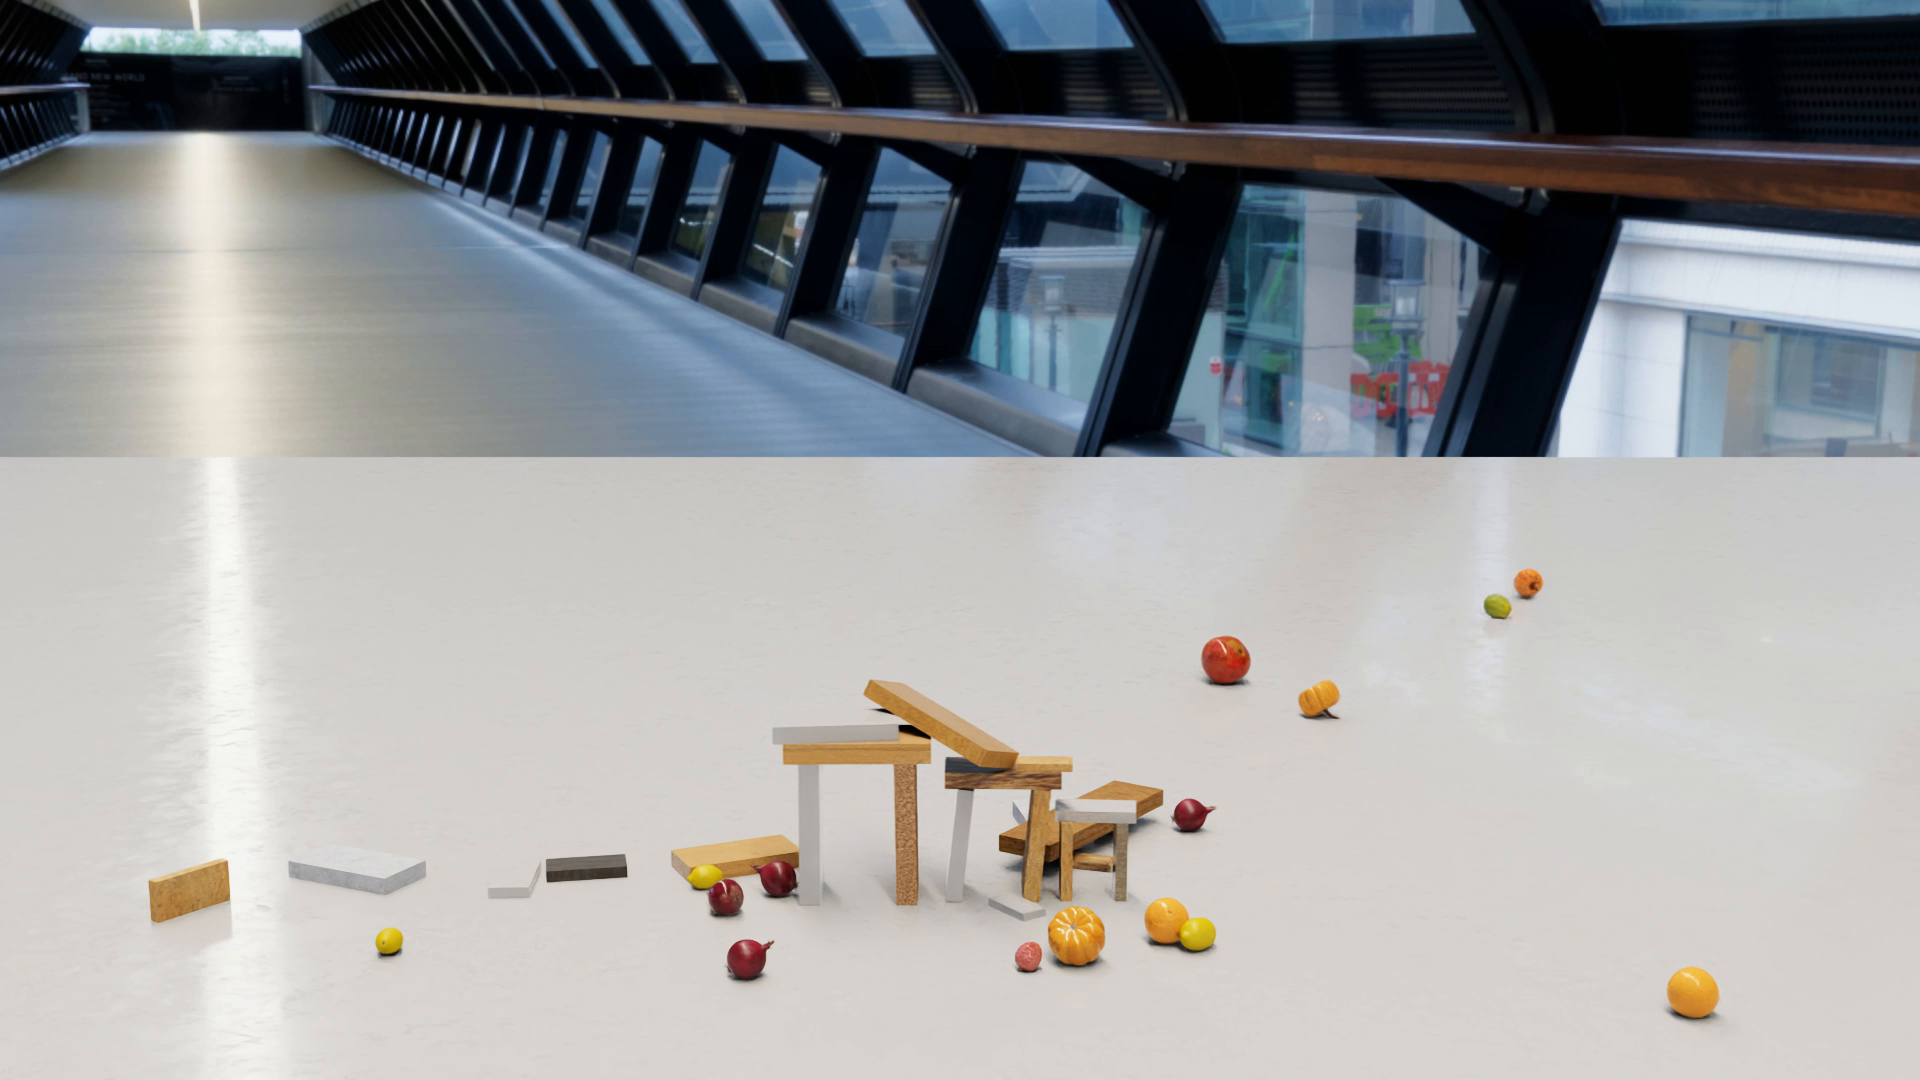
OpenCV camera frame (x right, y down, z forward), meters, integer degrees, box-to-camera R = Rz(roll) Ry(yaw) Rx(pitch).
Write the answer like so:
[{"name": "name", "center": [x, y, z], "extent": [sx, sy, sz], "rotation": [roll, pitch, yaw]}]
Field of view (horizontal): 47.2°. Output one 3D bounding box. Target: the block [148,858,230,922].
[{"name": "block", "center": [-1.255, 0.571, 3.586], "extent": [0.019, 0.068, 0.136], "rotation": [8, 13, 36]}]

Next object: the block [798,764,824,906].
[{"name": "block", "center": [-0.247, 0.471, 3.649], "extent": [0.034, 0.240, 0.120], "rotation": [0, 11, 0]}]

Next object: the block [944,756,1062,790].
[{"name": "block", "center": [0.071, 0.385, 3.637], "extent": [0.192, 0.027, 0.096], "rotation": [0, 11, 1]}]

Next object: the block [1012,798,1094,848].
[{"name": "block", "center": [0.168, 0.515, 3.994], "extent": [0.104, 0.030, 0.209], "rotation": [-2, 11, -10]}]

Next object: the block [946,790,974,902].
[{"name": "block", "center": [0.000, 0.494, 3.656], "extent": [0.027, 0.192, 0.096], "rotation": [6, 10, -1]}]

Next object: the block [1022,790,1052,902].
[{"name": "block", "center": [0.126, 0.494, 3.656], "extent": [0.027, 0.192, 0.096], "rotation": [5, 10, -1]}]

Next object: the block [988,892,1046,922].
[{"name": "block", "center": [0.093, 0.598, 3.587], "extent": [0.046, 0.013, 0.093], "rotation": [-8, 13, -36]}]

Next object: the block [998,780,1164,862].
[{"name": "block", "center": [0.221, 0.498, 3.921], "extent": [0.104, 0.030, 0.392], "rotation": [7, 13, 34]}]

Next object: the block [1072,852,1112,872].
[{"name": "block", "center": [0.222, 0.558, 3.807], "extent": [0.093, 0.013, 0.046], "rotation": [3, 11, 17]}]

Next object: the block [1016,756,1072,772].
[{"name": "block", "center": [0.139, 0.368, 3.618], "extent": [0.093, 0.013, 0.046], "rotation": [0, 11, 2]}]

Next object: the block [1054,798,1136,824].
[{"name": "block", "center": [0.225, 0.449, 3.645], "extent": [0.133, 0.019, 0.067], "rotation": [1, 11, 4]}]

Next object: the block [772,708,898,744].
[{"name": "block", "center": [-0.207, 0.306, 3.616], "extent": [0.204, 0.029, 0.102], "rotation": [-1, 11, -5]}]

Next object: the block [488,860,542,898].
[{"name": "block", "center": [-0.751, 0.572, 3.712], "extent": [0.068, 0.019, 0.136], "rotation": [0, 11, -2]}]

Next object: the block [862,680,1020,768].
[{"name": "block", "center": [-0.032, 0.304, 3.638], "extent": [0.260, 0.029, 0.102], "rotation": [29, 9, 32]}]

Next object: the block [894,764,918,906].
[{"name": "block", "center": [-0.089, 0.471, 3.650], "extent": [0.034, 0.240, 0.120], "rotation": [-1, 11, 0]}]

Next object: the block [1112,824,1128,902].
[{"name": "block", "center": [0.266, 0.525, 3.653], "extent": [0.019, 0.133, 0.067], "rotation": [1, 11, 0]}]

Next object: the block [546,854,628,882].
[{"name": "block", "center": [-0.640, 0.562, 3.767], "extent": [0.136, 0.019, 0.068], "rotation": [-2, 11, -11]}]

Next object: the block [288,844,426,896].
[{"name": "block", "center": [-1.027, 0.560, 3.748], "extent": [0.209, 0.030, 0.104], "rotation": [5, 12, 25]}]

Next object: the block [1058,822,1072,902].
[{"name": "block", "center": [0.176, 0.525, 3.652], "extent": [0.019, 0.133, 0.067], "rotation": [0, 11, 0]}]

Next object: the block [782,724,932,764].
[{"name": "block", "center": [-0.168, 0.337, 3.623], "extent": [0.240, 0.034, 0.120], "rotation": [0, 11, -1]}]

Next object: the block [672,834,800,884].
[{"name": "block", "center": [-0.385, 0.551, 3.802], "extent": [0.204, 0.029, 0.102], "rotation": [-5, 12, -25]}]
